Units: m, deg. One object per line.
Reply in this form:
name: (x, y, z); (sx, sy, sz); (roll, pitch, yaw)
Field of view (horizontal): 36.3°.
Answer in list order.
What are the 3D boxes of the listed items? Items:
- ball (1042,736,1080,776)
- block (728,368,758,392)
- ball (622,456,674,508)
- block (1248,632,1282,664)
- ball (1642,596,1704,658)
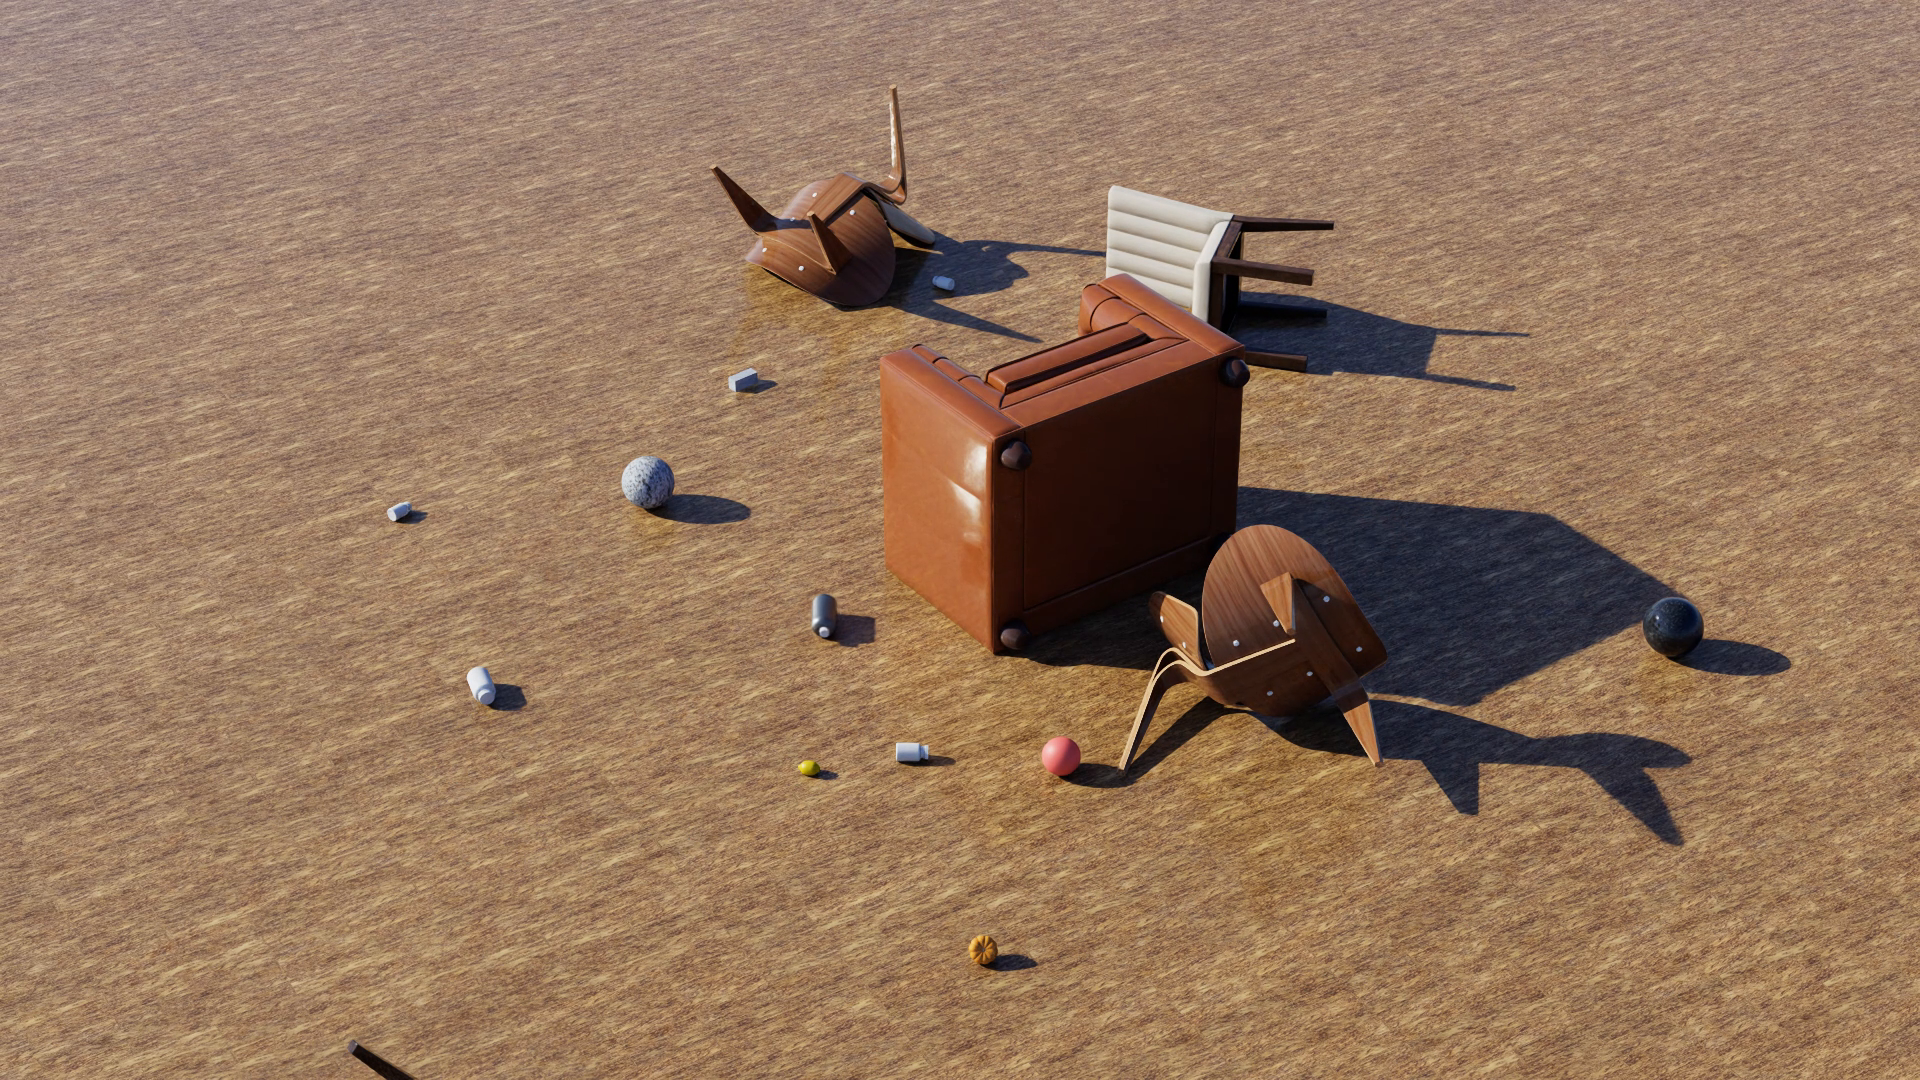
ball: (0.337, 0.718, 9.737); (0.130, 0.130, 0.130); (0, 33, 0)
block: (-0.879, -0.649, 11.884); (0.113, 0.049, 0.044); (-26, 41, -33)
ball: (-1.179, -0.219, 11.094); (0.200, 0.200, 0.200); (0, 33, 0)
block: (1.070, 0.377, 10.304); (0.097, 0.074, 0.076); (-6, 34, -9)
ball: (2.504, 0.305, 10.289); (0.212, 0.212, 0.212); (0, 33, 0)
